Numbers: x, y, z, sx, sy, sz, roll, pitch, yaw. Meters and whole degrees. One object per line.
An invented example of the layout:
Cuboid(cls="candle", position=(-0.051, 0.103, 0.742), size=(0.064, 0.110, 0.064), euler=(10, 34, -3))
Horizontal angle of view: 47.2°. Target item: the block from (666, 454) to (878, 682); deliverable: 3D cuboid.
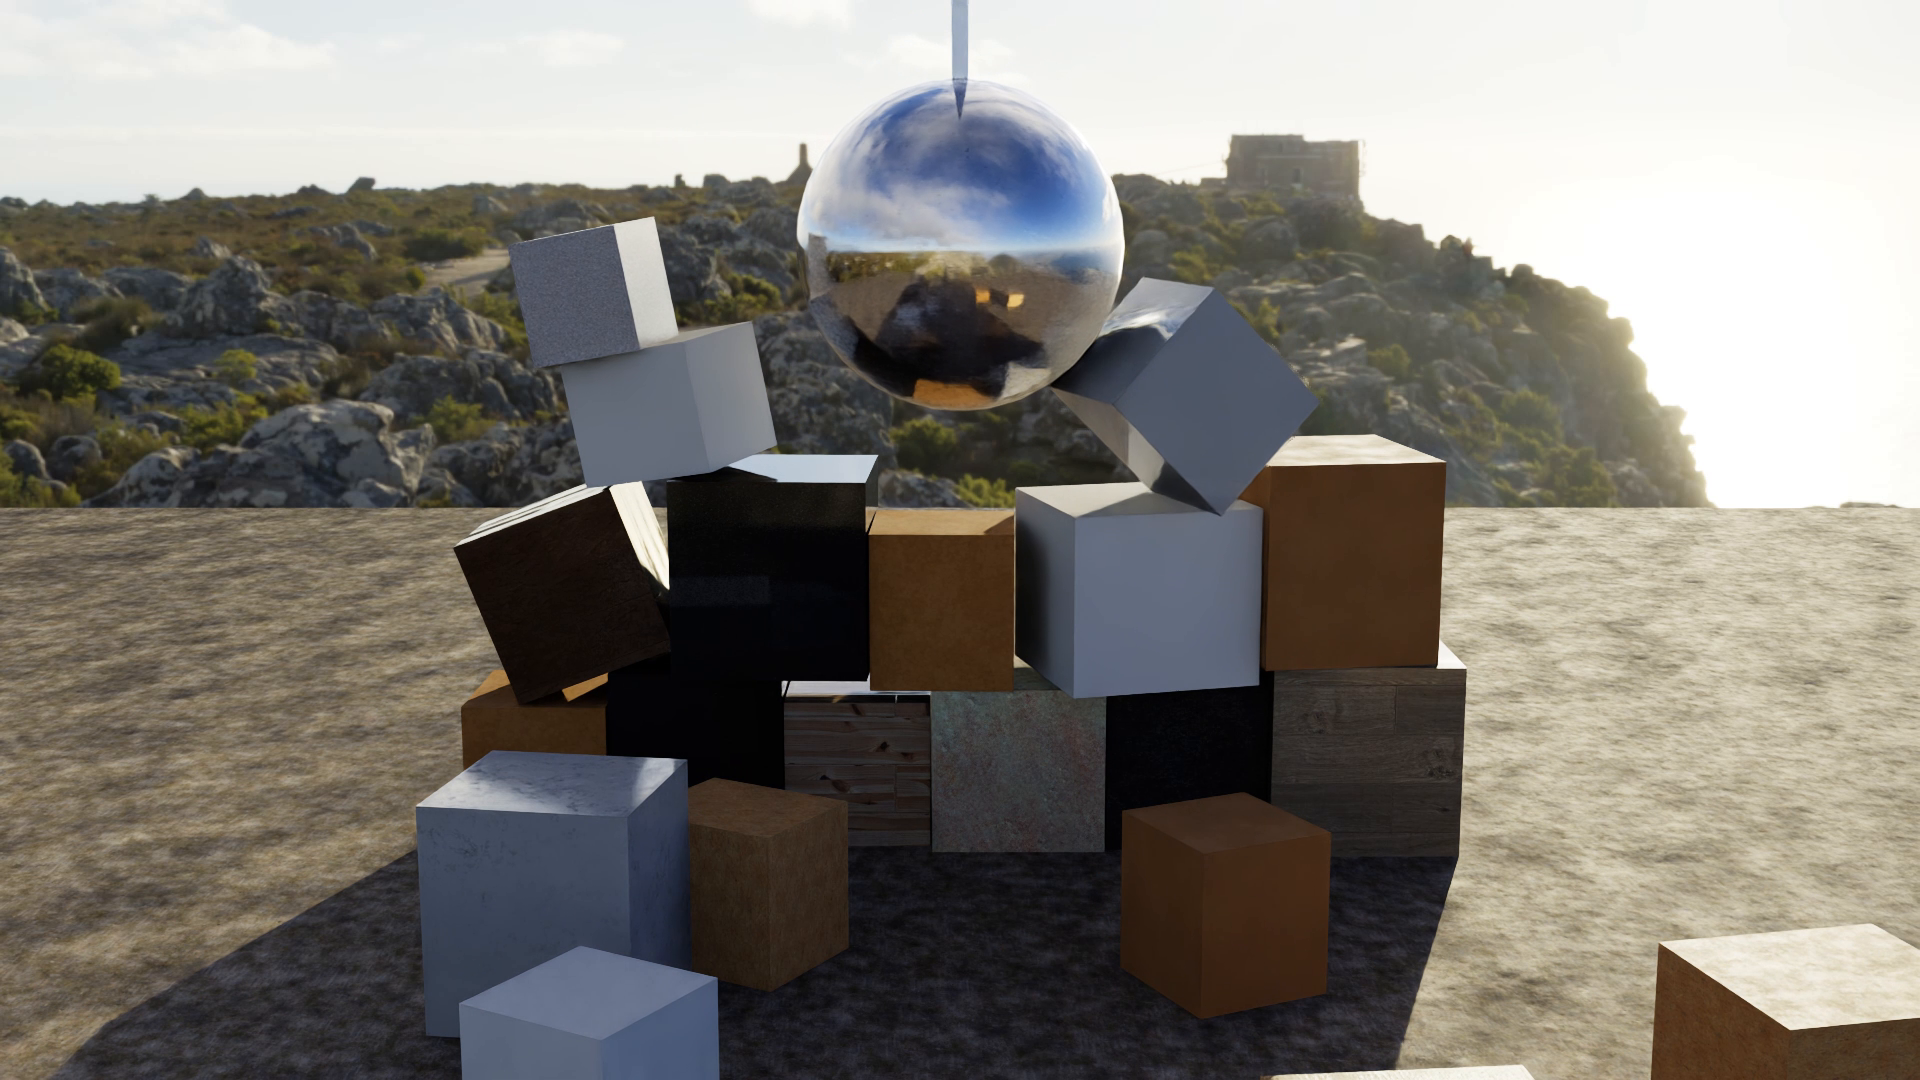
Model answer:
Cuboid(cls="block", position=(-0.922, 0.122, 11.134), size=(0.961, 0.985, 0.935), euler=(0, 10, 2))

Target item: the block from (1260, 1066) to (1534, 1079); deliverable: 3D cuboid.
Cuboid(cls="block", position=(1.321, 2.032, 6.199), size=(0.799, 0.785, 0.807), euler=(-1, 10, -6))

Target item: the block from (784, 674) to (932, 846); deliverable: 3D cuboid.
Cuboid(cls="block", position=(-0.514, 1.111, 11.377), size=(0.728, 0.743, 0.732), euler=(0, 10, 0))

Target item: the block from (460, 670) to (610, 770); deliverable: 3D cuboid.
Cuboid(cls="block", position=(-2.119, 1.120, 11.370), size=(0.715, 0.728, 0.795), euler=(0, 10, 0))

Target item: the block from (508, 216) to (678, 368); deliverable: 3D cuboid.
Cuboid(cls="block", position=(-1.795, -1.224, 10.819), size=(0.552, 0.603, 0.581), euler=(-9, 10, 13))

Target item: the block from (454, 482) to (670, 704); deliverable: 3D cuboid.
Cuboid(cls="block", position=(-1.952, 0.216, 11.252), size=(0.834, 0.854, 0.794), euler=(-20, 10, 4))

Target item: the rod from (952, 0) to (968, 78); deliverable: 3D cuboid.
Cuboid(cls="rod", position=(0.000, -4.794, 10.206), size=(0.080, 5.200, 0.080), euler=(0, 8, 0))

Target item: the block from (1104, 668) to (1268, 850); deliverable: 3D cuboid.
Cuboid(cls="block", position=(1.127, 1.050, 11.365), size=(0.794, 0.868, 0.841), euler=(0, 10, 0))

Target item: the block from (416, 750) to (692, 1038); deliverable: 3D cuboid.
Cuboid(cls="block", position=(-1.632, 1.444, 8.977), size=(0.857, 0.947, 0.810), euler=(2, 10, 9))

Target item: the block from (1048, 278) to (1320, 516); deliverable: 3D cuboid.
Cuboid(cls="block", position=(1.076, -0.712, 10.698), size=(0.794, 0.733, 0.832), euler=(44, -6, -21))

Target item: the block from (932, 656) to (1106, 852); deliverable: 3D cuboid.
Cuboid(cls="block", position=(0.291, 1.067, 11.377), size=(0.861, 0.831, 0.941), euler=(0, 10, 0))

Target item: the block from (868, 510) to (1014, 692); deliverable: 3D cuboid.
Cuboid(cls="block", position=(-0.084, 0.296, 11.103), size=(0.709, 0.782, 0.705), euler=(0, 10, 1))

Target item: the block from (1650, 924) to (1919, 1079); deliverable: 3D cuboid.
Cuboid(cls="block", position=(2.907, 1.822, 7.386), size=(0.831, 0.772, 0.781), euler=(-2, 11, -12))

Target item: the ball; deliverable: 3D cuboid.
Cuboid(cls="ball", position=(0.000, -1.427, 10.684), size=(1.600, 1.600, 1.600), euler=(0, 10, 0))

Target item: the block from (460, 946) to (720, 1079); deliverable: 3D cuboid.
Cuboid(cls="block", position=(-1.265, 1.855, 7.578), size=(0.613, 0.639, 0.627), euler=(6, 12, 30))

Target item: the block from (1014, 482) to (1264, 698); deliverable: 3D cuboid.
Cuboid(cls="block", position=(0.876, 0.222, 11.035), size=(0.962, 0.879, 0.947), euler=(-3, 11, -16))

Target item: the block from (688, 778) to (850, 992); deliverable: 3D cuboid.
Cuboid(cls="block", position=(-0.950, 1.480, 9.556), size=(0.720, 0.669, 0.598), euler=(6, 12, 30))

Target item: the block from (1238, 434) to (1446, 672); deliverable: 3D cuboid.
Cuboid(cls="block", position=(1.840, 0.040, 11.157), size=(0.880, 1.006, 1.013), euler=(-2, 10, -9))

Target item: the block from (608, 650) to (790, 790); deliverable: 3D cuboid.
Cuboid(cls="block", position=(-1.316, 1.035, 11.369), size=(0.863, 0.896, 0.786), euler=(0, 10, 0))

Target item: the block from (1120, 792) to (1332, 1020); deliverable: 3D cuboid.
Cuboid(cls="block", position=(1.108, 1.520, 9.254), size=(0.618, 0.698, 0.642), euler=(-5, 11, -26))

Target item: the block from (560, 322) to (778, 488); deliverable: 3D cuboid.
Cuboid(cls="block", position=(-1.454, -0.681, 11.025), size=(0.724, 0.643, 0.684), euler=(-6, 11, 25))

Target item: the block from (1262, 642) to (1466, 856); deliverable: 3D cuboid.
Cuboid(cls="block", position=(2.007, 1.005, 11.348), size=(0.941, 0.962, 1.050), euler=(0, 10, 0))
